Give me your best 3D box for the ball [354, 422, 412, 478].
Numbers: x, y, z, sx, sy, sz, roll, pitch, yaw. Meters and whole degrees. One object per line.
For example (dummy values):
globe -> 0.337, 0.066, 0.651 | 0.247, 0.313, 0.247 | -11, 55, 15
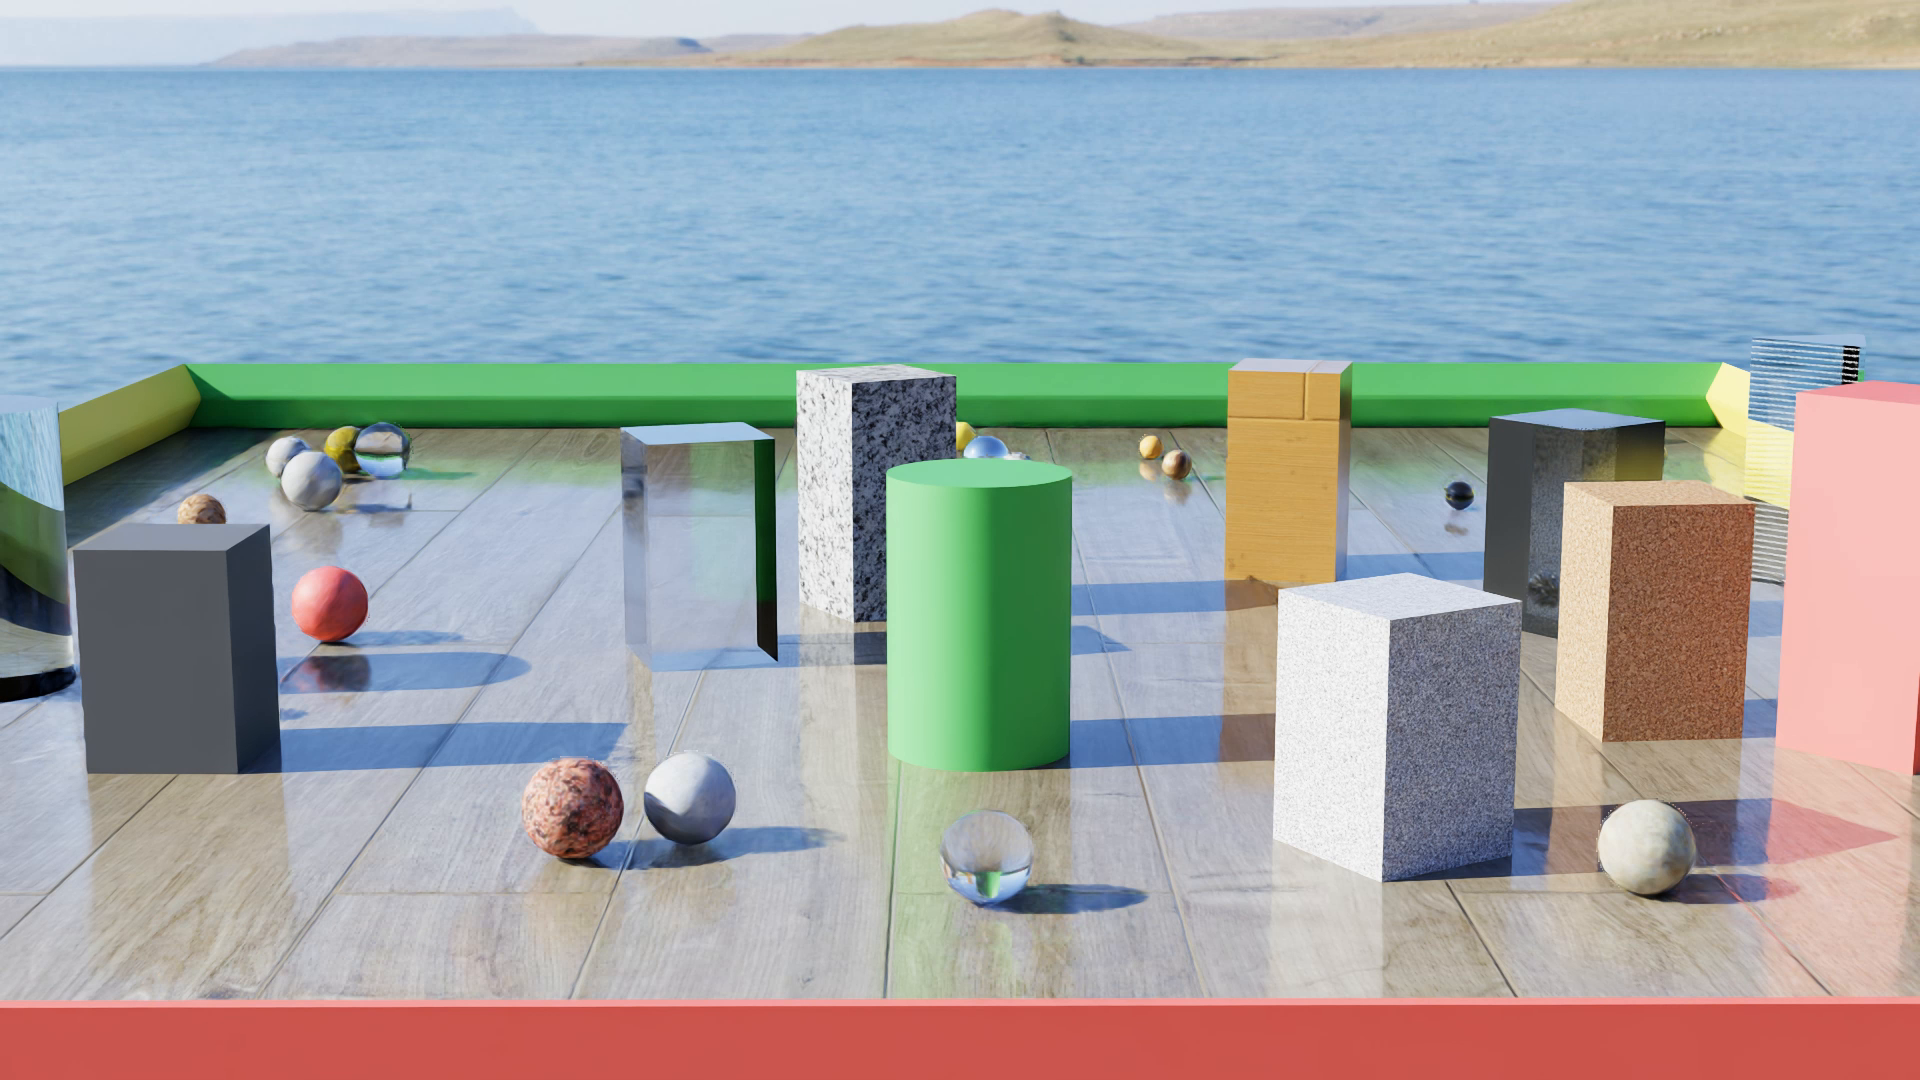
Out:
ball -> -1.030, -0.160, 4.580 | 0.099, 0.099, 0.099 | 0, 10, 0

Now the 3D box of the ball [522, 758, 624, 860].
ball -> -0.360, 0.249, 2.381 | 0.094, 0.094, 0.094 | 0, 10, 0

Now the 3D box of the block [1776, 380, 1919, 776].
block -> 0.995, 0.035, 2.739 | 0.158, 0.385, 0.158 | -9, 14, -41

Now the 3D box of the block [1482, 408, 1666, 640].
block -> 0.802, -0.023, 3.358 | 0.158, 0.273, 0.158 | -7, 13, -35

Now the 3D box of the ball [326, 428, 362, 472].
ball -> -1.105, -0.164, 4.637 | 0.081, 0.081, 0.081 | 0, 10, 0

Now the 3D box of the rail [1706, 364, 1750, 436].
rail -> 1.542, 0.031, 3.458 | 0.045, 0.128, 3.613 | 0, 10, 0

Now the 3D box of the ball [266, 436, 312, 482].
ball -> -1.182, -0.142, 4.527 | 0.084, 0.084, 0.084 | 0, 10, 0

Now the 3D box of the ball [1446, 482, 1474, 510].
ball -> 0.828, -0.074, 4.253 | 0.047, 0.047, 0.047 | 0, 10, 0

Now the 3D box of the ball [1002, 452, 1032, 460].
ball -> 0.098, -0.119, 4.445 | 0.066, 0.066, 0.066 | 0, 10, 0

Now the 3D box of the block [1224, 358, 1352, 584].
block -> 0.477, -0.103, 3.715 | 0.158, 0.300, 0.158 | 3, 11, 14

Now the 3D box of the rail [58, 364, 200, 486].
rail -> -1.542, 0.035, 3.440 | 0.045, 0.128, 3.613 | 0, 10, 0

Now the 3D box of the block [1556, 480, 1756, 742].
block -> 0.770, 0.076, 2.856 | 0.158, 0.261, 0.158 | -1, 11, -6

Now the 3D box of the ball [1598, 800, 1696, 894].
ball -> 0.611, 0.273, 2.281 | 0.083, 0.083, 0.083 | 0, 10, 0

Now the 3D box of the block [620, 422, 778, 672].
block -> -0.325, 0.005, 3.191 | 0.158, 0.279, 0.158 | -4, 11, -19

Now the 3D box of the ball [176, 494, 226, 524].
ball -> -1.175, -0.035, 3.975 | 0.073, 0.073, 0.073 | 0, 10, 0

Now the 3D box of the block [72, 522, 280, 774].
block -> -0.828, 0.113, 2.725 | 0.158, 0.237, 0.158 | 0, 10, 1

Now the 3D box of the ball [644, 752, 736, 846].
ball -> -0.255, 0.245, 2.425 | 0.087, 0.087, 0.087 | 0, 10, 0

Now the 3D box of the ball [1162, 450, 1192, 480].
ball -> 0.386, -0.133, 4.560 | 0.052, 0.052, 0.052 | 0, 10, 0

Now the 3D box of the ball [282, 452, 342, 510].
ball -> -1.072, -0.098, 4.246 | 0.098, 0.098, 0.098 | 0, 10, 0

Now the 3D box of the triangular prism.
triangular prism -> 1.229, -0.113, 3.639 | 0.148, 0.348, 0.171 | -9, 14, -41

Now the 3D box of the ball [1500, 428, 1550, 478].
ball -> 1.009, -0.155, 4.584 | 0.087, 0.087, 0.087 | 0, 10, 0

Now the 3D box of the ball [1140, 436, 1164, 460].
ball -> 0.358, -0.173, 4.799 | 0.044, 0.044, 0.044 | 0, 10, 0

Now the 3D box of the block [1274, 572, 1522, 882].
block -> 0.407, 0.170, 2.399 | 0.158, 0.242, 0.158 | -6, 12, -31

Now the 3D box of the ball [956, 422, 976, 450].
ball -> 0.001, -0.199, 4.907 | 0.056, 0.056, 0.056 | 0, 10, 0

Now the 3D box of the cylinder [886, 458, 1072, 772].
cylinder -> 0.021, 0.076, 2.747 | 0.197, 0.301, 0.197 | 0, 10, 0

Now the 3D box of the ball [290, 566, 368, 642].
ball -> -0.805, 0.082, 3.278 | 0.097, 0.097, 0.097 | 0, 10, 0

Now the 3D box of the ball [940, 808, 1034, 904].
ball -> 0.023, 0.278, 2.253 | 0.084, 0.084, 0.084 | 0, 10, 0

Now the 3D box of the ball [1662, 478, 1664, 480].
ball -> 1.073, -0.058, 4.030 | 0.098, 0.098, 0.098 | 0, 10, 0

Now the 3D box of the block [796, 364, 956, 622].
block -> -0.113, -0.067, 3.471 | 0.158, 0.319, 0.158 | -6, 12, -30

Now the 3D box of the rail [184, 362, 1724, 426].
rail -> -0.010, -0.292, 5.202 | 3.131, 0.128, 0.045 | 0, 10, 0

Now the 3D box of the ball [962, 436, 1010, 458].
ball -> 0.046, -0.141, 4.507 | 0.086, 0.086, 0.086 | 0, 10, 0

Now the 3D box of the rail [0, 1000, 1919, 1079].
rail -> 0.010, 0.358, 1.696 | 3.131, 0.128, 0.045 | 0, 10, 0

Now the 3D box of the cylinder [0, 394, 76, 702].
cylinder -> -1.156, 0.008, 3.022 | 0.197, 0.335, 0.197 | 0, 10, 0
